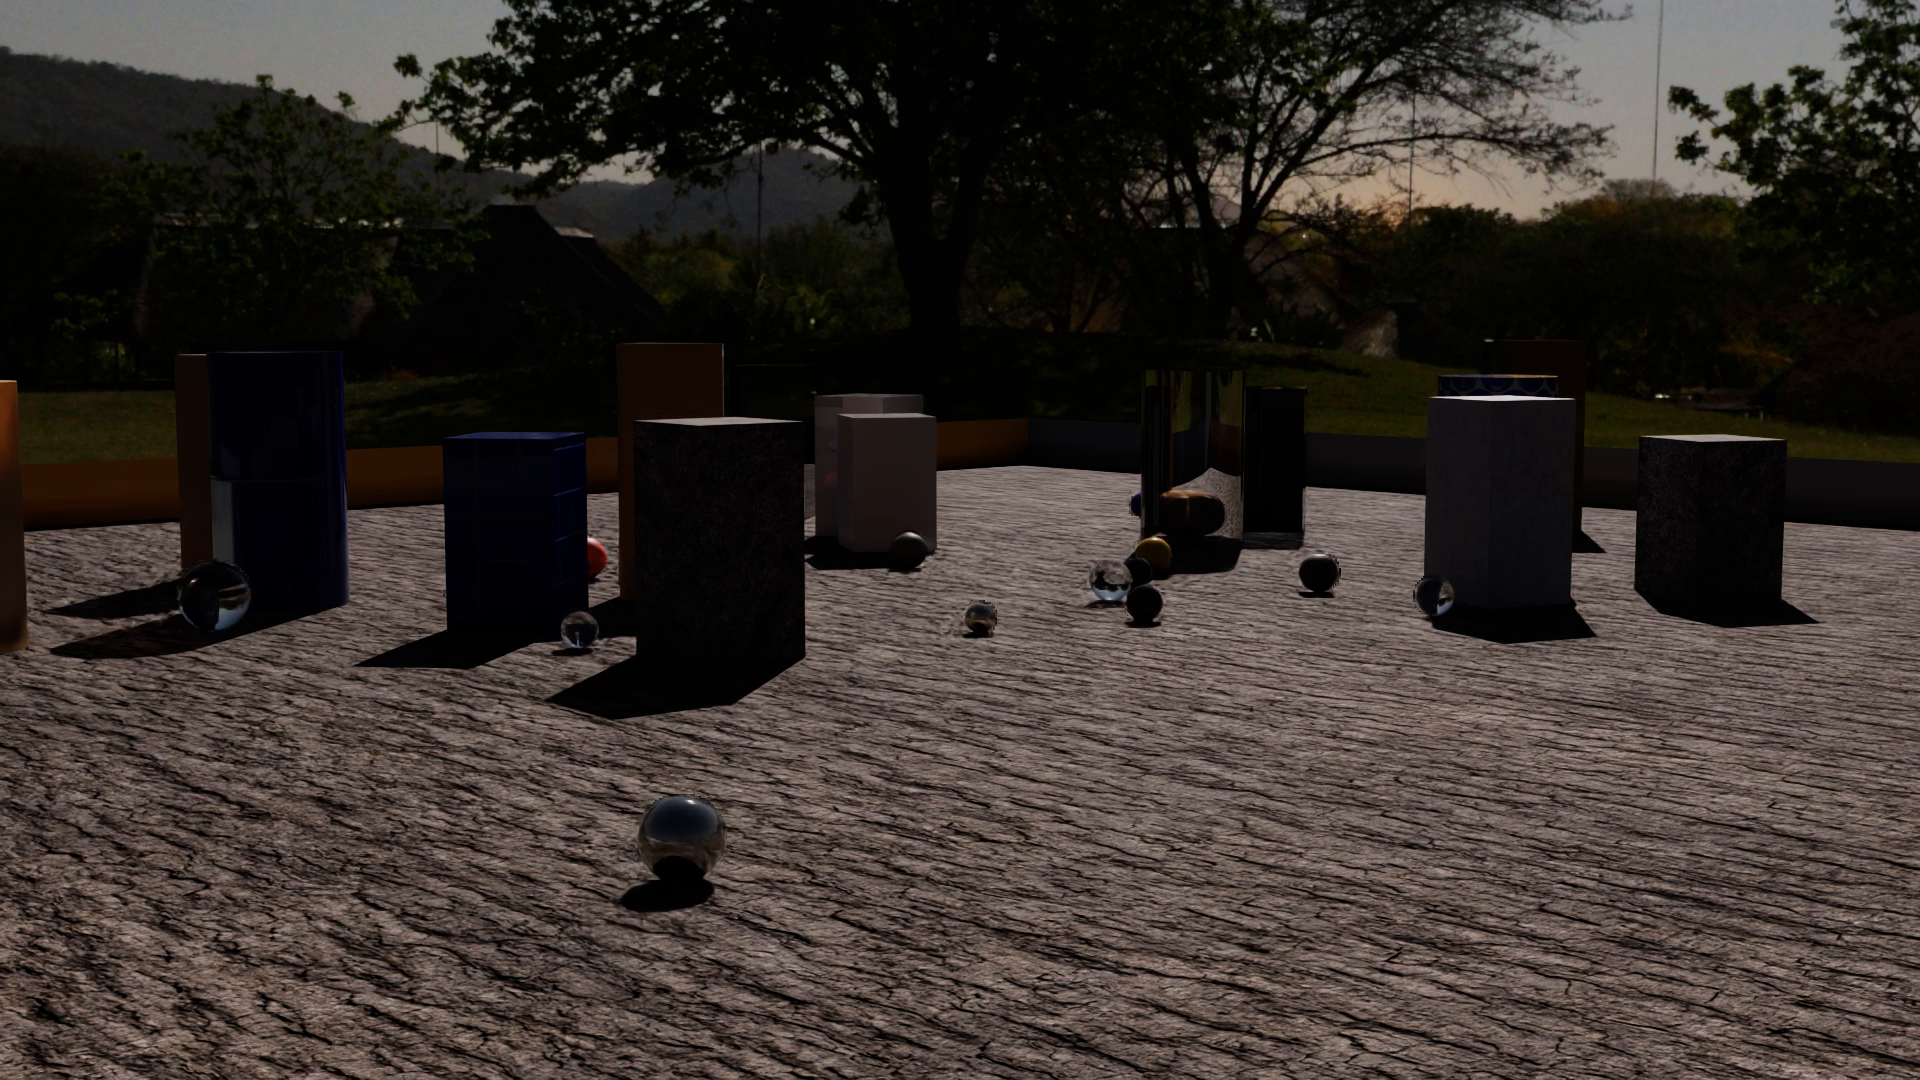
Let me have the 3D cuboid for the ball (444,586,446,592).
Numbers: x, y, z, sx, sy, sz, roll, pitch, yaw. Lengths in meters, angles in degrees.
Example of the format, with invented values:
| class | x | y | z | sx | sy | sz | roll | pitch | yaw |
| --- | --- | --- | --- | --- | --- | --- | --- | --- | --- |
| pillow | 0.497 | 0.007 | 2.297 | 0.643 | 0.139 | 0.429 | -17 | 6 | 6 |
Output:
| class | x | y | z | sx | sy | sz | roll | pitch | yaw |
| --- | --- | --- | --- | --- | --- | --- | --- | --- | --- |
| ball | -0.768 | 0.074 | 3.365 | 0.041 | 0.041 | 0.041 | 0 | 6 | 0 |

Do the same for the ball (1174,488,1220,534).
| class | x | y | z | sx | sy | sz | roll | pitch | yaw |
| --- | --- | --- | --- | --- | --- | --- | --- | --- | --- |
| ball | 0.471 | -0.058 | 4.387 | 0.092 | 0.092 | 0.092 | 0 | 6 | 0 |

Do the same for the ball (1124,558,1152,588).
| class | x | y | z | sx | sy | sz | roll | pitch | yaw |
| --- | --- | --- | --- | --- | --- | --- | --- | --- | --- |
| ball | 0.282 | 0.053 | 3.512 | 0.052 | 0.052 | 0.052 | 0 | 6 | 0 |

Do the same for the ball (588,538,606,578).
| class | x | y | z | sx | sy | sz | roll | pitch | yaw |
| --- | --- | --- | --- | --- | --- | --- | --- | --- | --- |
| ball | -0.622 | 0.030 | 3.646 | 0.070 | 0.070 | 0.070 | 0 | 6 | 0 |

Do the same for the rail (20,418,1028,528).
| class | x | y | z | sx | sy | sz | roll | pitch | yaw |
| --- | --- | --- | --- | --- | --- | --- | --- | --- | --- |
| rail | -1.457 | -0.131 | 4.902 | 4.558 | 0.127 | 0.045 | -5 | 8 | -42 |

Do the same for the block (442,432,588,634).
| class | x | y | z | sx | sy | sz | roll | pitch | yaw |
| --- | --- | --- | --- | --- | --- | --- | --- | --- | --- |
| block | -0.626 | -0.014 | 3.110 | 0.157 | 0.269 | 0.157 | 1 | 6 | 7 |

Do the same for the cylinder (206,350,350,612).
| class | x | y | z | sx | sy | sz | roll | pitch | yaw |
| --- | --- | --- | --- | --- | --- | --- | --- | --- | --- |
| cylinder | -1.028 | -0.093 | 3.321 | 0.196 | 0.382 | 0.196 | 0 | 6 | 0 |

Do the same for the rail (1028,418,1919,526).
| class | x | y | z | sx | sy | sz | roll | pitch | yaw |
| --- | --- | --- | --- | --- | --- | --- | --- | --- | --- |
| rail | 1.658 | -0.126 | 4.853 | 0.045 | 0.127 | 4.344 | -5 | 8 | -42 |

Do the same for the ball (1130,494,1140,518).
| class | x | y | z | sx | sy | sz | roll | pitch | yaw |
| --- | --- | --- | --- | --- | --- | --- | --- | --- | --- |
| ball | 0.393 | -0.075 | 4.724 | 0.055 | 0.055 | 0.055 | 0 | 6 | 0 |

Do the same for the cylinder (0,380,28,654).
| class | x | y | z | sx | sy | sz | roll | pitch | yaw |
| --- | --- | --- | --- | --- | --- | --- | --- | --- | --- |
| cylinder | -1.333 | -0.031 | 2.878 | 0.196 | 0.351 | 0.196 | 0 | 6 | 0 |

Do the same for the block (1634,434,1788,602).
| class | x | y | z | sx | sy | sz | roll | pitch | yaw |
| --- | --- | --- | --- | --- | --- | --- | --- | --- | --- |
| block | 1.175 | -0.037 | 3.448 | 0.157 | 0.245 | 0.157 | -2 | 6 | -17 |

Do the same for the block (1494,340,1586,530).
| class | x | y | z | sx | sy | sz | roll | pitch | yaw |
| --- | --- | --- | --- | --- | --- | --- | --- | --- | --- |
| block | 1.191 | -0.220 | 4.532 | 0.157 | 0.383 | 0.157 | 1 | 6 | 5 |

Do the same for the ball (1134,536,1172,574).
| class | x | y | z | sx | sy | sz | roll | pitch | yaw |
| --- | --- | --- | --- | --- | --- | --- | --- | --- | --- |
| ball | 0.327 | 0.026 | 3.715 | 0.063 | 0.063 | 0.063 | 0 | 6 | 0 |

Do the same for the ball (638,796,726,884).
| class | x | y | z | sx | sy | sz | roll | pitch | yaw |
| --- | --- | --- | --- | --- | --- | --- | --- | --- | --- |
| ball | -0.217 | 0.233 | 1.714 | 0.068 | 0.068 | 0.068 | 0 | 6 | 0 |

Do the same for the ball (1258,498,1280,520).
| class | x | y | z | sx | sy | sz | roll | pitch | yaw |
| --- | --- | --- | --- | --- | --- | --- | --- | --- | --- |
| ball | 0.653 | -0.064 | 4.657 | 0.047 | 0.047 | 0.047 | 0 | 6 | 0 |

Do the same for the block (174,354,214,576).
| class | x | y | z | sx | sy | sz | roll | pitch | yaw |
| --- | --- | --- | --- | --- | --- | --- | --- | --- | --- |
| block | -1.186 | -0.123 | 3.664 | 0.157 | 0.371 | 0.157 | 4 | 7 | 32 |

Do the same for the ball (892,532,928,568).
| class | x | y | z | sx | sy | sz | roll | pitch | yaw |
| --- | --- | --- | --- | --- | --- | --- | --- | --- | --- |
| ball | -0.087 | 0.018 | 3.807 | 0.061 | 0.061 | 0.061 | 0 | 6 | 0 |

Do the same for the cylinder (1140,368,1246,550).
| class | x | y | z | sx | sy | sz | roll | pitch | yaw |
| --- | --- | --- | --- | --- | --- | --- | --- | --- | --- |
| cylinder | 0.441 | -0.156 | 4.171 | 0.196 | 0.332 | 0.196 | 0 | 6 | 0 |

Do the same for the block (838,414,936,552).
| class | x | y | z | sx | sy | sz | roll | pitch | yaw |
| --- | --- | --- | --- | --- | --- | --- | --- | --- | --- |
| block | -0.138 | -0.110 | 4.130 | 0.157 | 0.248 | 0.157 | -1 | 6 | -14 |

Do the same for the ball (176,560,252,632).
| class | x | y | z | sx | sy | sz | roll | pitch | yaw |
| --- | --- | --- | --- | --- | --- | --- | --- | --- | --- |
| ball | -1.036 | 0.078 | 3.054 | 0.098 | 0.098 | 0.098 | 0 | 6 | 0 |

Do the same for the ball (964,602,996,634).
| class | x | y | z | sx | sy | sz | roll | pitch | yaw |
| --- | --- | --- | --- | --- | --- | --- | --- | --- | --- |
| ball | 0.028 | 0.108 | 3.037 | 0.042 | 0.042 | 0.042 | 0 | 6 | 0 |

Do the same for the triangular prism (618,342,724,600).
| class | x | y | z | sx | sy | sz | roll | pitch | yaw |
| --- | --- | --- | --- | --- | --- | --- | --- | --- | --- |
| triangular prism | -0.476 | -0.113 | 3.464 | 0.170 | 0.393 | 0.147 | -3 | 7 | -26 |

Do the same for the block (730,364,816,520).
| class | x | y | z | sx | sy | sz | roll | pitch | yaw |
| --- | --- | --- | --- | --- | --- | --- | --- | --- | --- |
| block | -0.399 | -0.212 | 4.720 | 0.157 | 0.327 | 0.157 | 1 | 6 | 7 |

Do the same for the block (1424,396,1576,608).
| class | x | y | z | sx | sy | sz | roll | pitch | yaw |
| --- | --- | --- | --- | --- | --- | --- | --- | --- | --- |
| block | 0.826 | -0.062 | 3.373 | 0.157 | 0.311 | 0.157 | -3 | 7 | -24 |

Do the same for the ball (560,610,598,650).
| class | x | y | z | sx | sy | sz | roll | pitch | yaw |
| --- | --- | --- | --- | --- | --- | --- | --- | --- | --- |
| ball | -0.501 | 0.119 | 2.895 | 0.050 | 0.050 | 0.050 | 0 | 6 | 0 |

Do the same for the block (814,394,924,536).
| class | x | y | z | sx | sy | sz | roll | pitch | yaw |
| --- | --- | --- | --- | --- | --- | --- | --- | --- | --- |
| block | -0.180 | -0.150 | 4.376 | 0.157 | 0.276 | 0.157 | 3 | 7 | 29 |

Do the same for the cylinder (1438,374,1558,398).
| class | x | y | z | sx | sy | sz | roll | pitch | yaw |
| --- | --- | --- | --- | --- | --- | --- | --- | --- | --- |
| cylinder | 0.903 | -0.109 | 3.708 | 0.196 | 0.334 | 0.196 | 0 | 6 | 0 |

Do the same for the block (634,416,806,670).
| class | x | y | z | sx | sy | sz | roll | pitch | yaw |
| --- | --- | --- | --- | --- | --- | --- | --- | --- | --- |
| block | -0.309 | -0.001 | 2.827 | 0.157 | 0.303 | 0.157 | -5 | 8 | -39 |

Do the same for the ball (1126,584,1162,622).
| class | x | y | z | sx | sy | sz | roll | pitch | yaw |
| --- | --- | --- | --- | --- | --- | --- | --- | --- | --- |
| ball | 0.264 | 0.091 | 3.150 | 0.053 | 0.053 | 0.053 | 0 | 6 | 0 |

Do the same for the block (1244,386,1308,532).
| class | x | y | z | sx | sy | sz | roll | pitch | yaw |
| --- | --- | --- | --- | --- | --- | --- | --- | --- | --- |
| block | 0.624 | -0.167 | 4.487 | 0.157 | 0.287 | 0.157 | 1 | 6 | 11 |

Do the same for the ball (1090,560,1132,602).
| class | x | y | z | sx | sy | sz | roll | pitch | yaw |
| --- | --- | --- | --- | --- | --- | --- | --- | --- | --- |
| ball | 0.231 | 0.062 | 3.367 | 0.065 | 0.065 | 0.065 | 0 | 6 | 0 |

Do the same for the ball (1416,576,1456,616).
| class | x | y | z | sx | sy | sz | roll | pitch | yaw |
| --- | --- | --- | --- | --- | --- | --- | --- | --- | --- |
| ball | 0.695 | 0.082 | 3.212 | 0.057 | 0.057 | 0.057 | 0 | 6 | 0 |

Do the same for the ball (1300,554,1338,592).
| class | x | y | z | sx | sy | sz | roll | pitch | yaw |
| --- | --- | --- | --- | --- | --- | --- | --- | --- | --- |
| ball | 0.568 | 0.052 | 3.479 | 0.061 | 0.061 | 0.061 | 0 | 6 | 0 |
